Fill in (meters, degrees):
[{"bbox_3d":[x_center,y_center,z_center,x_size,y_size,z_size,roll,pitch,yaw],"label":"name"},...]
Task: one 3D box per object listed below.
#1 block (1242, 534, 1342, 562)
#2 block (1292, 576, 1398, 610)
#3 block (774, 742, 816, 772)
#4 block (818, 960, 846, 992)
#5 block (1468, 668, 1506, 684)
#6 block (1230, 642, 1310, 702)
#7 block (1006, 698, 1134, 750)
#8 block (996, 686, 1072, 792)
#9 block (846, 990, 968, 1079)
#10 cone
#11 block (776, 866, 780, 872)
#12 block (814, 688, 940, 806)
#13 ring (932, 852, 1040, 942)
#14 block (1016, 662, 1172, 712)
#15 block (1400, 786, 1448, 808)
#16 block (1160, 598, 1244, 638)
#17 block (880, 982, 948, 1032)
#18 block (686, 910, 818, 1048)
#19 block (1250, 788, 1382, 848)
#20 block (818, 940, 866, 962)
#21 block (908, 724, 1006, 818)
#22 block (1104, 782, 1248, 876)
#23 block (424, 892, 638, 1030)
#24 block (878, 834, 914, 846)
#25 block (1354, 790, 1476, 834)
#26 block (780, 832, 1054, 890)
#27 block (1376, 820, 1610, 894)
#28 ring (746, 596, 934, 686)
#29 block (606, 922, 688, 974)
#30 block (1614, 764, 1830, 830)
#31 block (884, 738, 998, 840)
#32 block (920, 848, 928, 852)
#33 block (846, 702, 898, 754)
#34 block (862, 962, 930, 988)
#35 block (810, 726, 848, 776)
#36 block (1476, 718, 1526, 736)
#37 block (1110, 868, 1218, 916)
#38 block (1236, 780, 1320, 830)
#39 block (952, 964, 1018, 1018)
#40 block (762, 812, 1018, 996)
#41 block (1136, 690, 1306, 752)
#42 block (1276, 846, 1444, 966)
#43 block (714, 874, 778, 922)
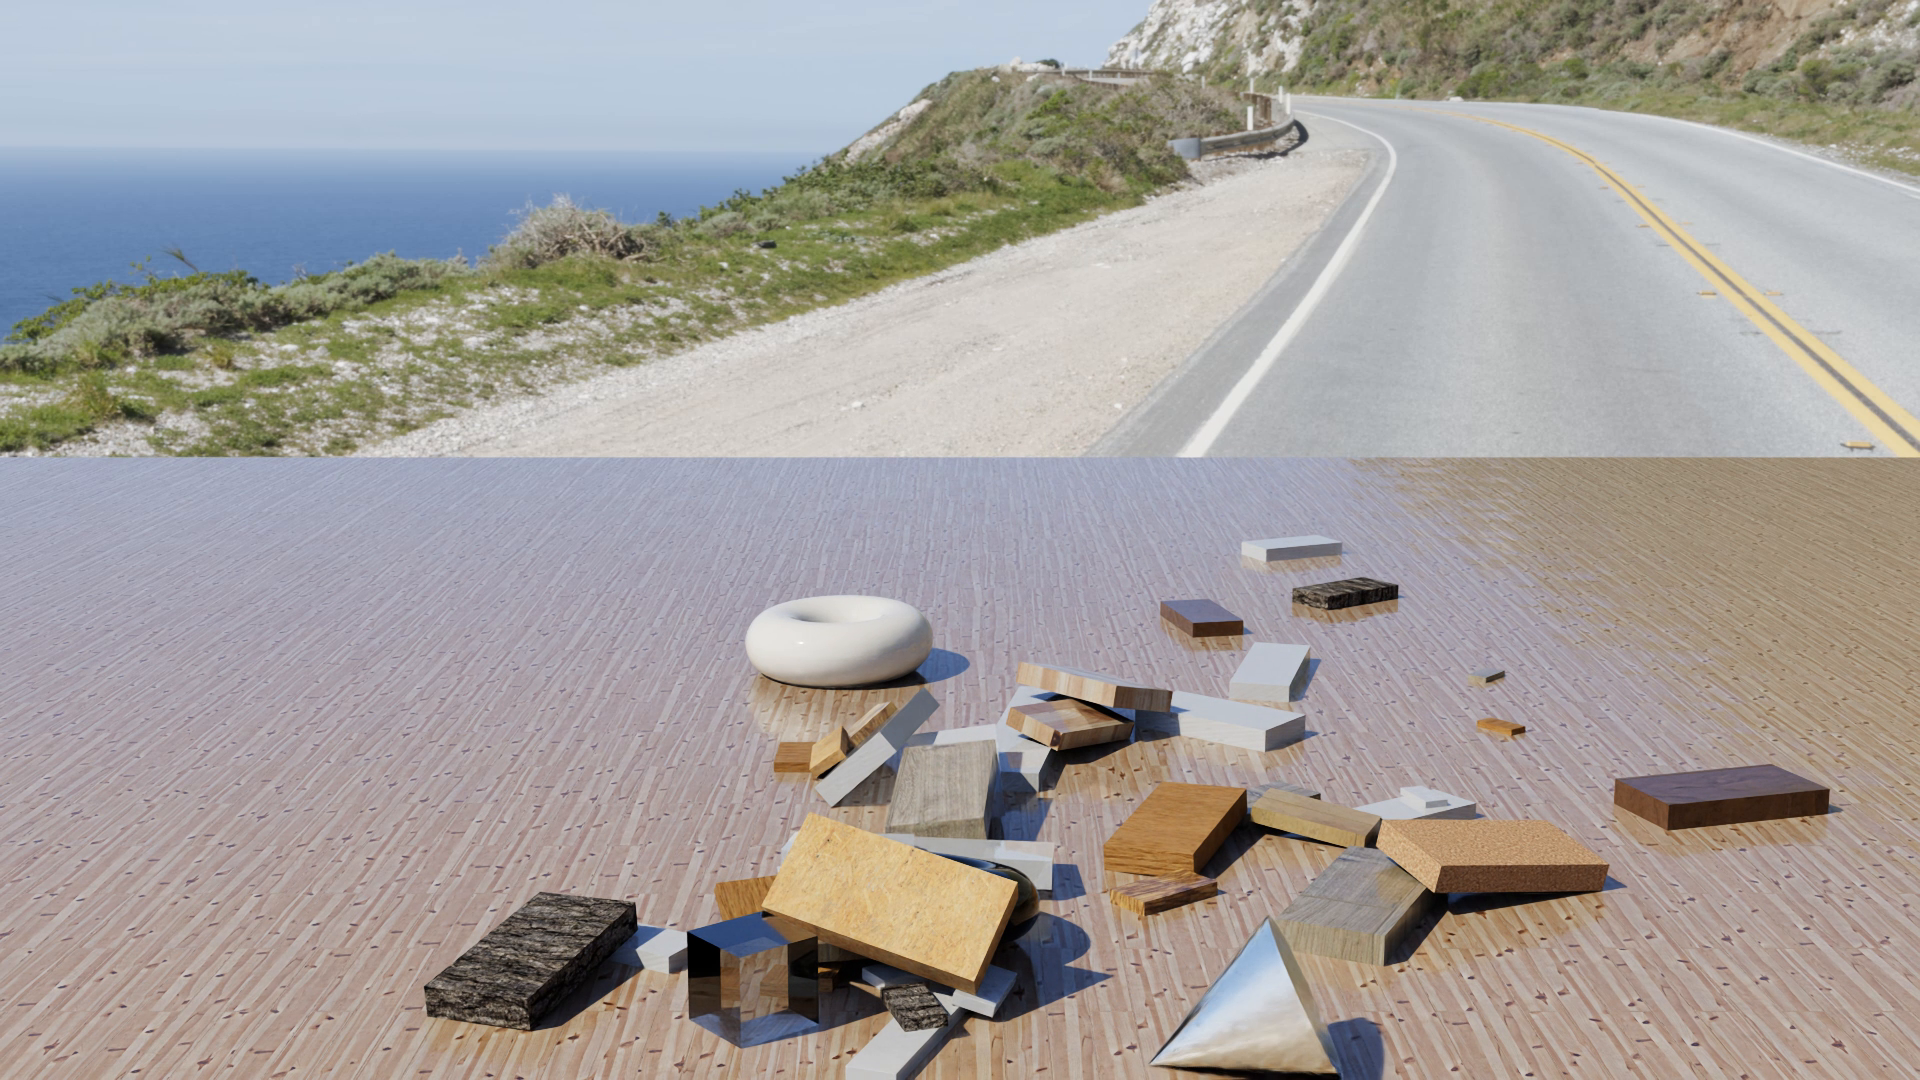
[{"bbox_3d":[0.998,0.024,6.610,0.269,0.038,0.135,-5,12,-24],"label":"block"},{"bbox_3d":[1.046,0.145,5.963,0.267,0.038,0.134,-7,13,-35],"label":"block"},{"bbox_3d":[-0.332,0.438,4.433,0.074,0.021,0.148,0,11,0],"label":"block"},{"bbox_3d":[-0.251,0.649,3.296,0.146,0.021,0.073,2,11,13],"label":"block"},{"bbox_3d":[1.225,0.315,5.116,0.046,0.013,0.092,9,14,41],"label":"block"},{"bbox_3d":[0.722,0.304,5.104,0.134,0.038,0.406,3,11,15],"label":"block"},{"bbox_3d":[0.229,0.377,4.532,0.135,0.038,0.269,25,16,34],"label":"block"},{"bbox_3d":[0.142,0.405,4.560,0.135,0.038,0.664,2,11,10],"label":"block"},{"bbox_3d":[-0.069,0.692,3.066,0.073,0.021,0.290,4,11,20],"label":"block"},{"bbox_3d":[0.361,0.665,2.979,0.235,0.235,0.235,-26,8,8],"label":"cone"},{"bbox_3d":[-0.265,0.568,3.749,0.091,0.013,0.045,-1,11,-7],"label":"block"},{"bbox_3d":[-0.157,0.399,4.279,0.173,0.049,0.346,-41,-1,17],"label":"block"},{"bbox_3d":[-0.046,0.550,3.414,0.343,0.114,0.343,8,-4,1],"label":"ring"},{"bbox_3d":[0.284,0.313,4.699,0.161,0.046,0.322,8,1,-38],"label":"block"},{"bbox_3d":[0.860,0.477,4.080,0.046,0.013,0.092,-3,11,-18],"label":"block"},{"bbox_3d":[0.621,0.200,5.664,0.134,0.038,0.267,-2,11,-12],"label":"block"},{"bbox_3d":[-0.066,0.662,3.120,0.063,0.018,0.126,-3,11,-18],"label":"block"},{"bbox_3d":[-0.294,0.623,3.128,0.133,0.133,0.133,-9,14,-39],"label":"block"},{"bbox_3d":[0.642,0.503,3.967,0.211,0.030,0.106,13,18,24],"label":"block"},{"bbox_3d":[-0.150,0.617,3.356,0.192,0.027,0.096,-1,-1,-18],"label":"block"},{"bbox_3d":[-0.009,0.444,4.171,0.173,0.049,0.346,-8,16,1],"label":"block"},{"bbox_3d":[0.385,0.510,3.890,0.161,0.046,0.322,2,15,24],"label":"block"},{"bbox_3d":[-0.633,0.622,3.279,0.167,0.047,0.335,3,16,19],"label":"block"},{"bbox_3d":[-0.124,0.494,3.612,0.083,0.023,0.166,2,-7,-6],"label":"block"},{"bbox_3d":[0.837,0.504,4.052,0.212,0.030,0.106,-7,13,-34],"label":"block"},{"bbox_3d":[-0.067,0.541,3.718,0.450,0.047,0.167,2,3,4],"label":"block"},{"bbox_3d":[0.891,0.527,3.679,0.345,0.049,0.172,4,17,-25],"label":"block"},{"bbox_3d":[-0.284,0.236,5.183,0.443,0.148,0.443,-1,11,0],"label":"ring"},{"bbox_3d":[-0.500,0.626,3.403,0.192,0.027,0.096,6,12,28],"label":"block"},{"bbox_3d":[1.427,0.481,4.124,0.345,0.049,0.172,-3,11,-16],"label":"block"},{"bbox_3d":[-0.029,0.457,3.961,0.173,0.049,0.346,-6,17,6],"label":"block"},{"bbox_3d":[-0.151,0.555,3.605,0.192,0.096,0.027,0,-26,3],"label":"block"},{"bbox_3d":[-0.199,0.385,4.468,0.148,0.021,0.074,-41,10,-28],"label":"block"},{"bbox_3d":[-0.077,0.648,3.307,0.126,0.018,0.063,-7,13,-34],"label":"block"},{"bbox_3d":[-0.261,0.421,4.381,0.074,0.021,0.148,-35,11,6],"label":"block"},{"bbox_3d":[1.151,0.396,4.676,0.046,0.013,0.092,-8,13,-36],"label":"block"},{"bbox_3d":[0.338,0.583,3.643,0.166,0.023,0.083,-8,13,-37],"label":"block"},{"bbox_3d":[0.562,0.494,4.101,0.211,0.030,0.106,-9,14,-39],"label":"block"},{"bbox_3d":[0.036,0.651,3.195,0.063,0.018,0.126,16,15,13],"label":"block"},{"bbox_3d":[-0.101,0.529,3.218,0.335,0.047,0.167,16,56,16],"label":"block"},{"bbox_3d":[0.550,0.382,4.662,0.322,0.046,0.161,8,13,38],"label":"block"},{"bbox_3d":[0.656,0.586,3.556,0.172,0.049,0.397,5,12,26],"label":"block"},{"bbox_3d":[-0.304,0.581,3.529,0.166,0.023,0.083,-4,49,-22],"label":"block"}]
